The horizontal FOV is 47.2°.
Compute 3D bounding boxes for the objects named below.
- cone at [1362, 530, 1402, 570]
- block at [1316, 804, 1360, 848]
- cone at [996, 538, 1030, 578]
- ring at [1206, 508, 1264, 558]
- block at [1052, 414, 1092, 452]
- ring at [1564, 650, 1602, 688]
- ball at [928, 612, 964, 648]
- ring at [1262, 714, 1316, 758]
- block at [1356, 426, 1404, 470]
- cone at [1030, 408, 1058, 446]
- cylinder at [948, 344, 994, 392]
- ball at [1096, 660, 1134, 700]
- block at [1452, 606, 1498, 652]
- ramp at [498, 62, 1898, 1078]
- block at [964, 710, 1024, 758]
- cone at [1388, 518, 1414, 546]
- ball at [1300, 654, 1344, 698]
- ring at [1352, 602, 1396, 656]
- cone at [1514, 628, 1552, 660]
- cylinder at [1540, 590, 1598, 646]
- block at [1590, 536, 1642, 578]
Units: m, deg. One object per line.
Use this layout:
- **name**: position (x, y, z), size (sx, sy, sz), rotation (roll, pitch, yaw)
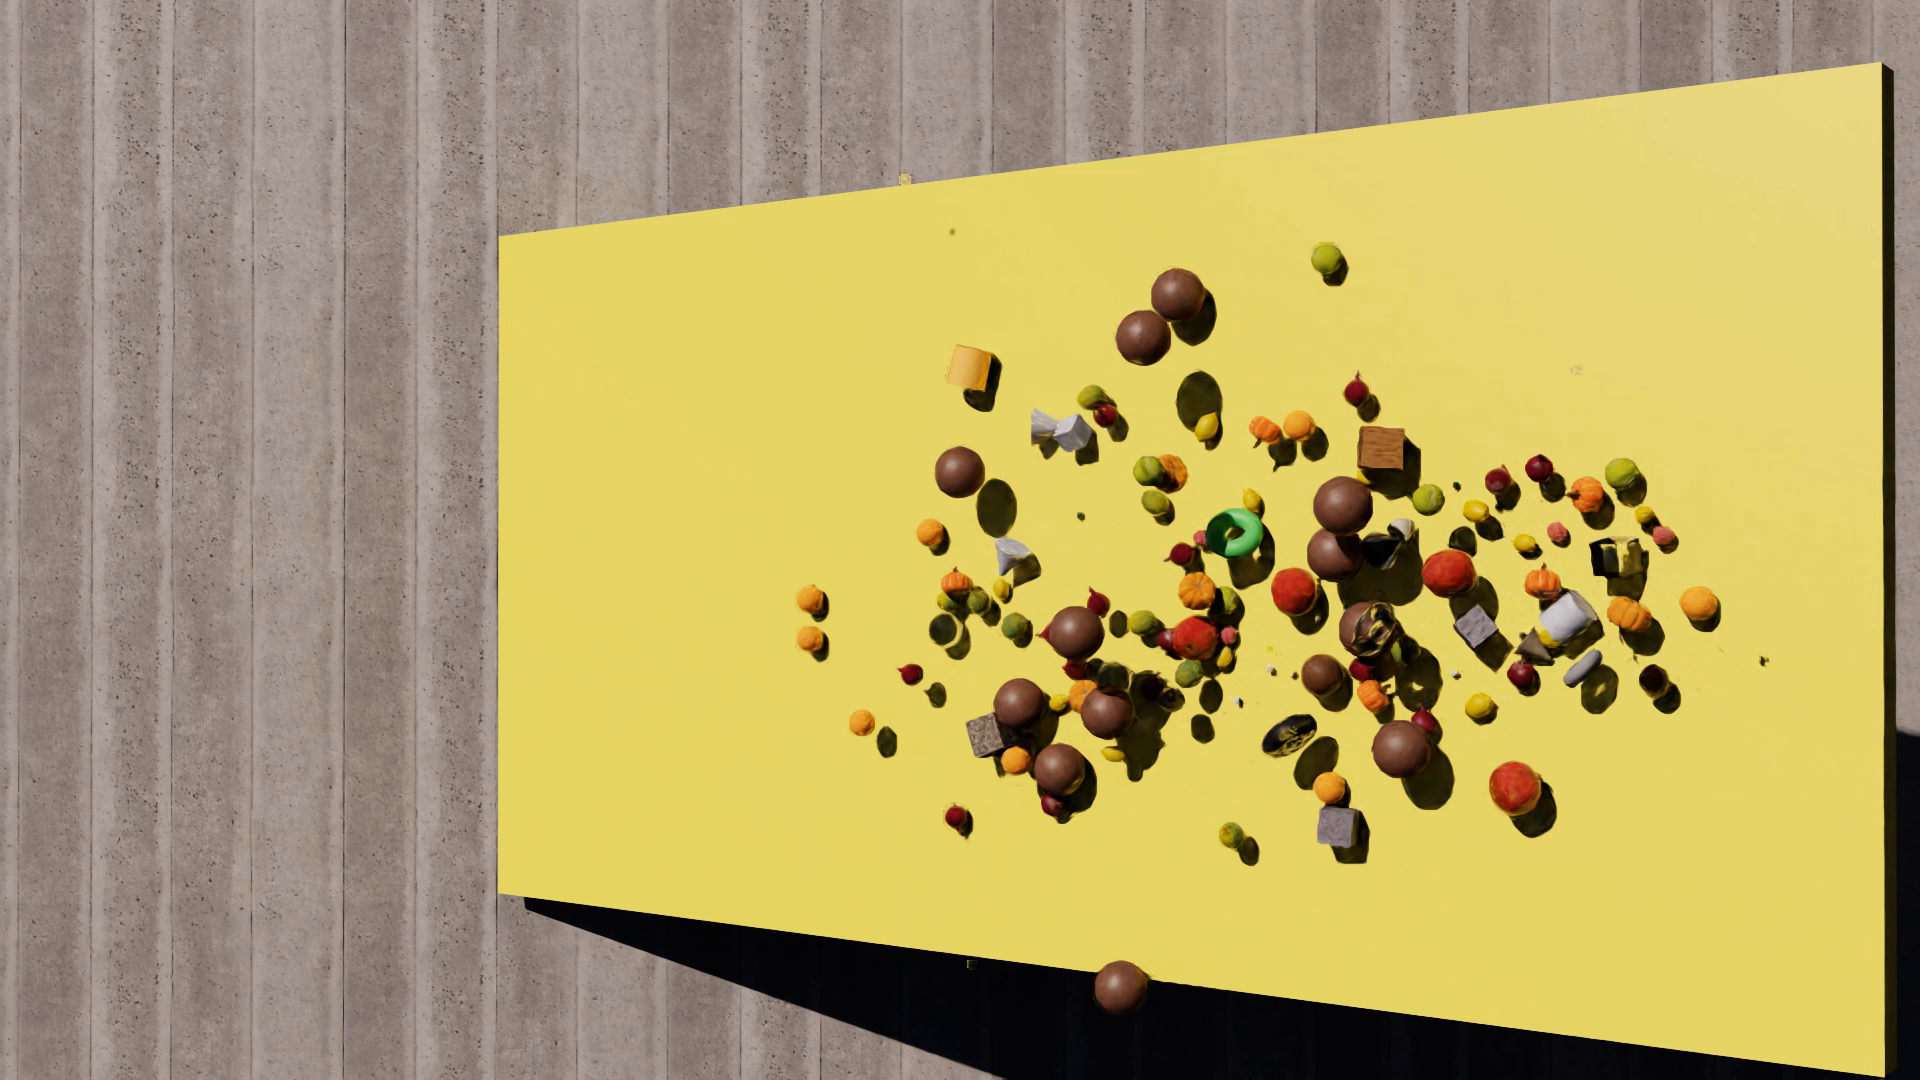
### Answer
- **cone**: position (0.950, 0.010, 4.849), size (0.090, 0.090, 0.090), rotation (6, 73, -21)
- **block**: position (0.856, 0.647, 4.975), size (0.077, 0.077, 0.077), rotation (7, 94, 22)
- **cone**: position (0.117, 0.057, 5.514), size (0.094, 0.094, 0.094), rotation (21, 114, 0)
- **ring**: position (0.638, -0.015, 5.112), size (0.136, 0.045, 0.136), rotation (-8, 52, 11)
- **block**: position (0.277, -0.262, 5.398), size (0.060, 0.060, 0.060), rotation (47, 47, -26)
- **ring**: position (1.305, 0.269, 4.606), size (0.100, 0.100, 0.033), rotation (-44, 78, 0)
- **ball**: position (-0.037, 0.232, 5.637), size (0.091, 0.091, 0.091), rotation (0, 90, 0)
- **ring**: position (0.745, 0.443, 4.972), size (0.139, 0.139, 0.046), rotation (-30, 62, 0)
- **block**: position (0.937, -0.204, 4.903), size (0.090, 0.090, 0.090), rotation (4, 90, 4)
- **cone**: position (0.231, -0.279, 5.470), size (0.097, 0.097, 0.097), rotation (3, 90, 12)
- **cylinder**: position (0.026, -0.438, 5.589), size (0.099, 0.099, 0.099), rotation (13, 98, 0)
- **ball**: position (0.375, 0.340, 5.333), size (0.094, 0.094, 0.094), rotation (0, 90, 0)
- **block**: position (1.118, 0.191, 4.767), size (0.067, 0.067, 0.067), rotation (-39, 76, 3)
- **ramp**: position (0.236, 0.066, 5.557), size (4.000, 0.100, 2.000), rotation (0, 89, 36)
- **block**: position (0.088, 0.489, 5.543), size (0.094, 0.094, 0.094), rotation (-25, 75, 34)
- **cone**: position (0.985, -0.006, 4.887), size (0.061, 0.061, 0.061), rotation (0, 45, 0)
- **ball**: position (0.824, 0.307, 5.000), size (0.100, 0.100, 0.100), rotation (0, 90, 0)
- **ring**: position (0.896, 0.193, 4.762), size (0.043, 0.129, 0.129), rotation (29, 90, -11)
- **cone**: position (1.242, 0.237, 4.722), size (0.074, 0.074, 0.074), rotation (37, 90, 15)
- **cylinder**: position (1.291, 0.165, 4.667), size (0.085, 0.085, 0.085), rotation (46, 117, 0)
- **block**: position (1.370, 0.035, 4.591), size (0.071, 0.071, 0.071), rotation (-16, 103, -32)
